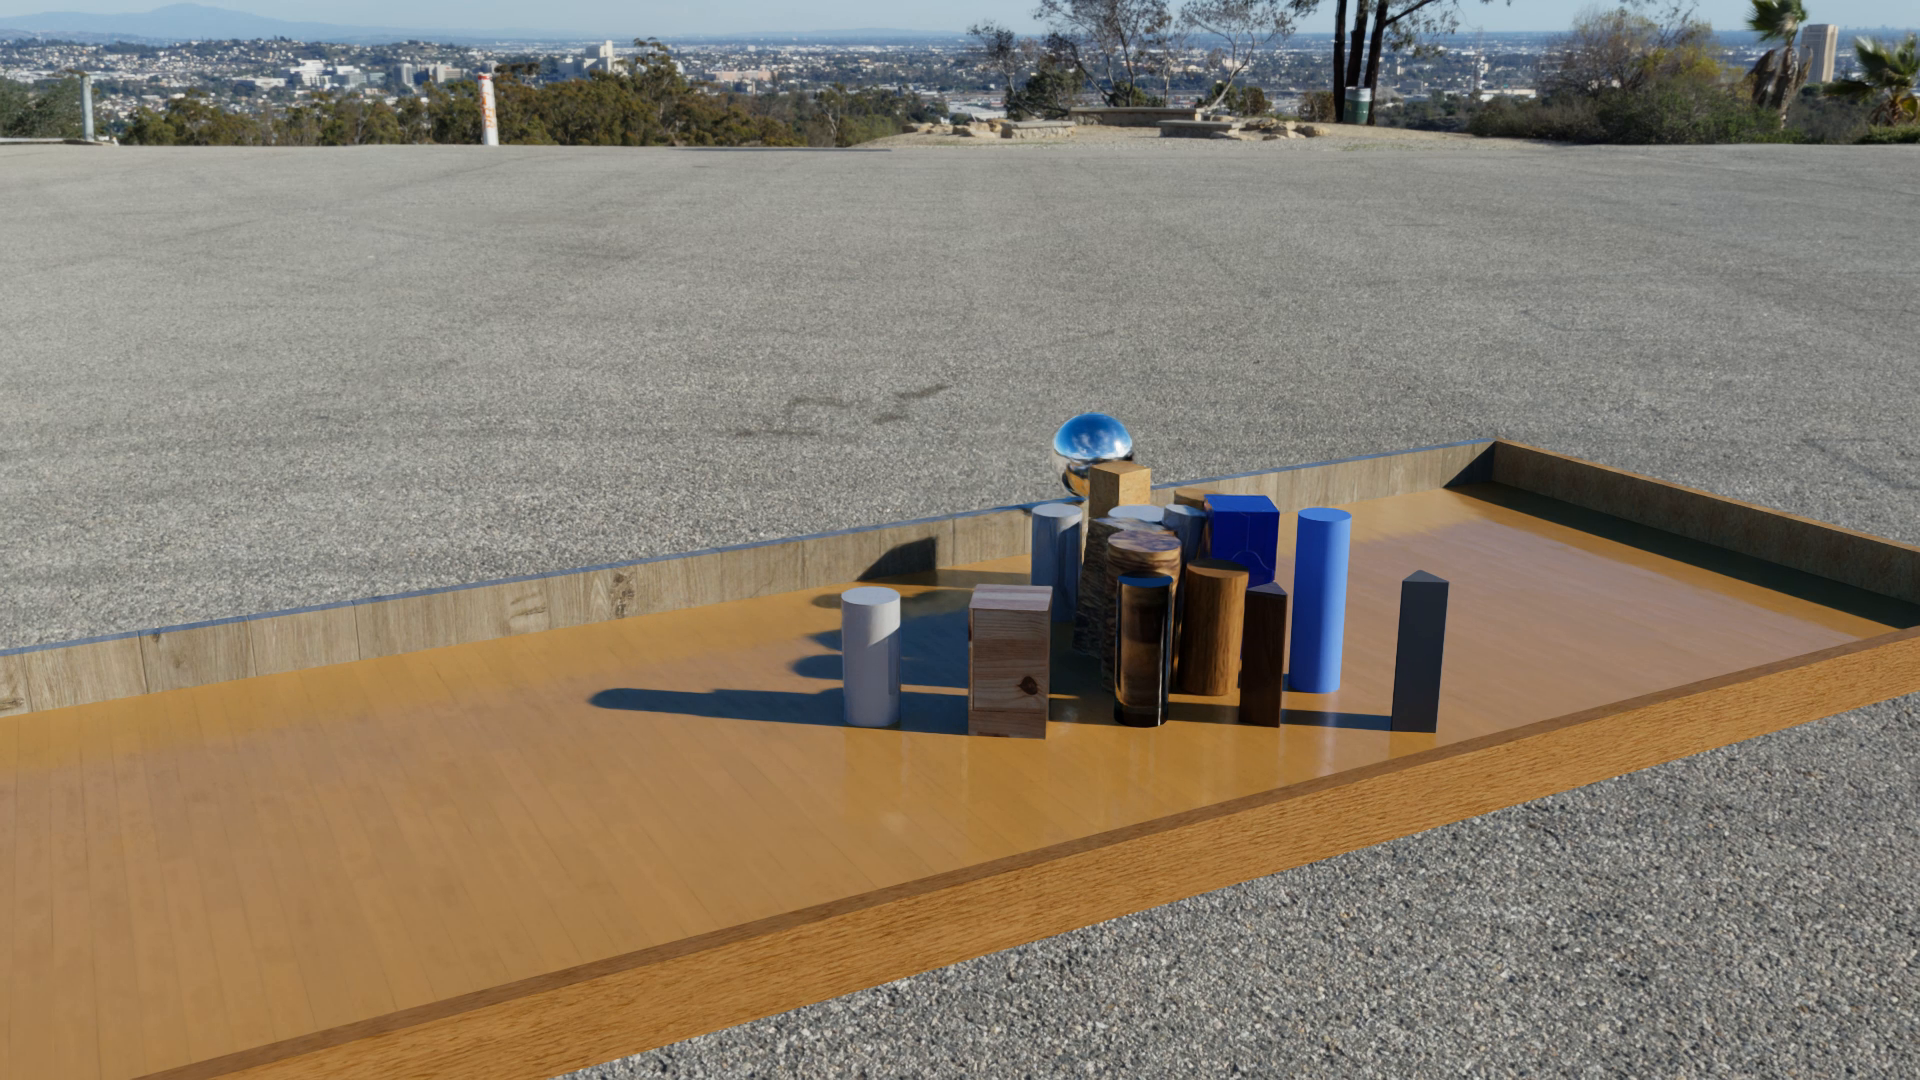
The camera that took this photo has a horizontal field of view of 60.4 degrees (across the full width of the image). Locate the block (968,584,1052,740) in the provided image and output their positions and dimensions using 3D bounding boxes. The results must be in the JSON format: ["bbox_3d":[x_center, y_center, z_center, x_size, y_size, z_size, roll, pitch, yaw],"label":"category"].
[{"bbox_3d":[0.118,0.281,3.846,0.180,0.312,0.180,2,16,6],"label":"block"}]

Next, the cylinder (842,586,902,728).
[{"bbox_3d":[-0.208,0.274,3.886,0.138,0.302,0.138,0,16,0],"label":"cylinder"}]

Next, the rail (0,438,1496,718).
[{"bbox_3d":[-3.305,0.497,3.399,12.000,0.150,0.050,-9,18,-27],"label":"rail"}]

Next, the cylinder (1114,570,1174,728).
[{"bbox_3d":[0.430,0.256,3.872,0.128,0.345,0.128,0,16,0],"label":"cylinder"}]

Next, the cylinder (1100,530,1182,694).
[{"bbox_3d":[0.443,0.183,4.056,0.179,0.377,0.179,1,17,0],"label":"cylinder"}]

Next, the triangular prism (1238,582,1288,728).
[{"bbox_3d":[0.720,0.266,3.870,0.097,0.327,0.084,7,18,23],"label":"triangular prism"}]

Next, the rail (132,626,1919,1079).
[{"bbox_3d":[-2.336,1.006,1.665,12.000,0.150,0.050,-9,18,-27],"label":"rail"}]

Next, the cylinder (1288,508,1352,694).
[{"bbox_3d":[0.885,0.149,4.065,0.127,0.441,0.127,0,16,0],"label":"cylinder"}]

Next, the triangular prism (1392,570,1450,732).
[{"bbox_3d":[1.060,0.258,3.828,0.104,0.367,0.090,2,16,6],"label":"triangular prism"}]

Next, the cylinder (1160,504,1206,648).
[{"bbox_3d":[0.555,0.097,4.345,0.110,0.369,0.110,10,15,-3],"label":"cylinder"}]

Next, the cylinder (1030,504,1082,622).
[{"bbox_3d":[0.269,0.063,4.605,0.141,0.302,0.141,0,16,0],"label":"cylinder"}]

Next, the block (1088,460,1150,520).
[{"bbox_3d":[0.464,-0.035,4.827,0.125,0.366,0.125,-13,21,-37],"label":"block"}]

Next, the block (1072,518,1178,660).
[{"bbox_3d":[0.426,0.129,4.268,0.164,0.345,0.164,-2,14,-39],"label":"block"}]

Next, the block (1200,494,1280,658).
[{"bbox_3d":[0.723,0.096,4.319,0.166,0.397,0.166,1,16,-1],"label":"block"}]

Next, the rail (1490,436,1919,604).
[{"bbox_3d":[2.466,-0.048,5.253,0.050,0.150,2.100,-9,18,-27],"label":"rail"}]

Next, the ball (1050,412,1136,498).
[{"bbox_3d":[0.417,-0.265,5.186,0.272,0.272,0.272,0,16,0],"label":"ball"}]

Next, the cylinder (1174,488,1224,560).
[{"bbox_3d":[0.663,0.036,4.609,0.173,0.332,0.173,6,13,-1],"label":"cylinder"}]

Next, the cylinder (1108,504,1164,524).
[{"bbox_3d":[0.491,0.080,4.514,0.179,0.319,0.179,0,16,0],"label":"cylinder"}]

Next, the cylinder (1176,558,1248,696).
[{"bbox_3d":[0.623,0.214,4.077,0.152,0.304,0.152,2,17,-1],"label":"cylinder"}]
